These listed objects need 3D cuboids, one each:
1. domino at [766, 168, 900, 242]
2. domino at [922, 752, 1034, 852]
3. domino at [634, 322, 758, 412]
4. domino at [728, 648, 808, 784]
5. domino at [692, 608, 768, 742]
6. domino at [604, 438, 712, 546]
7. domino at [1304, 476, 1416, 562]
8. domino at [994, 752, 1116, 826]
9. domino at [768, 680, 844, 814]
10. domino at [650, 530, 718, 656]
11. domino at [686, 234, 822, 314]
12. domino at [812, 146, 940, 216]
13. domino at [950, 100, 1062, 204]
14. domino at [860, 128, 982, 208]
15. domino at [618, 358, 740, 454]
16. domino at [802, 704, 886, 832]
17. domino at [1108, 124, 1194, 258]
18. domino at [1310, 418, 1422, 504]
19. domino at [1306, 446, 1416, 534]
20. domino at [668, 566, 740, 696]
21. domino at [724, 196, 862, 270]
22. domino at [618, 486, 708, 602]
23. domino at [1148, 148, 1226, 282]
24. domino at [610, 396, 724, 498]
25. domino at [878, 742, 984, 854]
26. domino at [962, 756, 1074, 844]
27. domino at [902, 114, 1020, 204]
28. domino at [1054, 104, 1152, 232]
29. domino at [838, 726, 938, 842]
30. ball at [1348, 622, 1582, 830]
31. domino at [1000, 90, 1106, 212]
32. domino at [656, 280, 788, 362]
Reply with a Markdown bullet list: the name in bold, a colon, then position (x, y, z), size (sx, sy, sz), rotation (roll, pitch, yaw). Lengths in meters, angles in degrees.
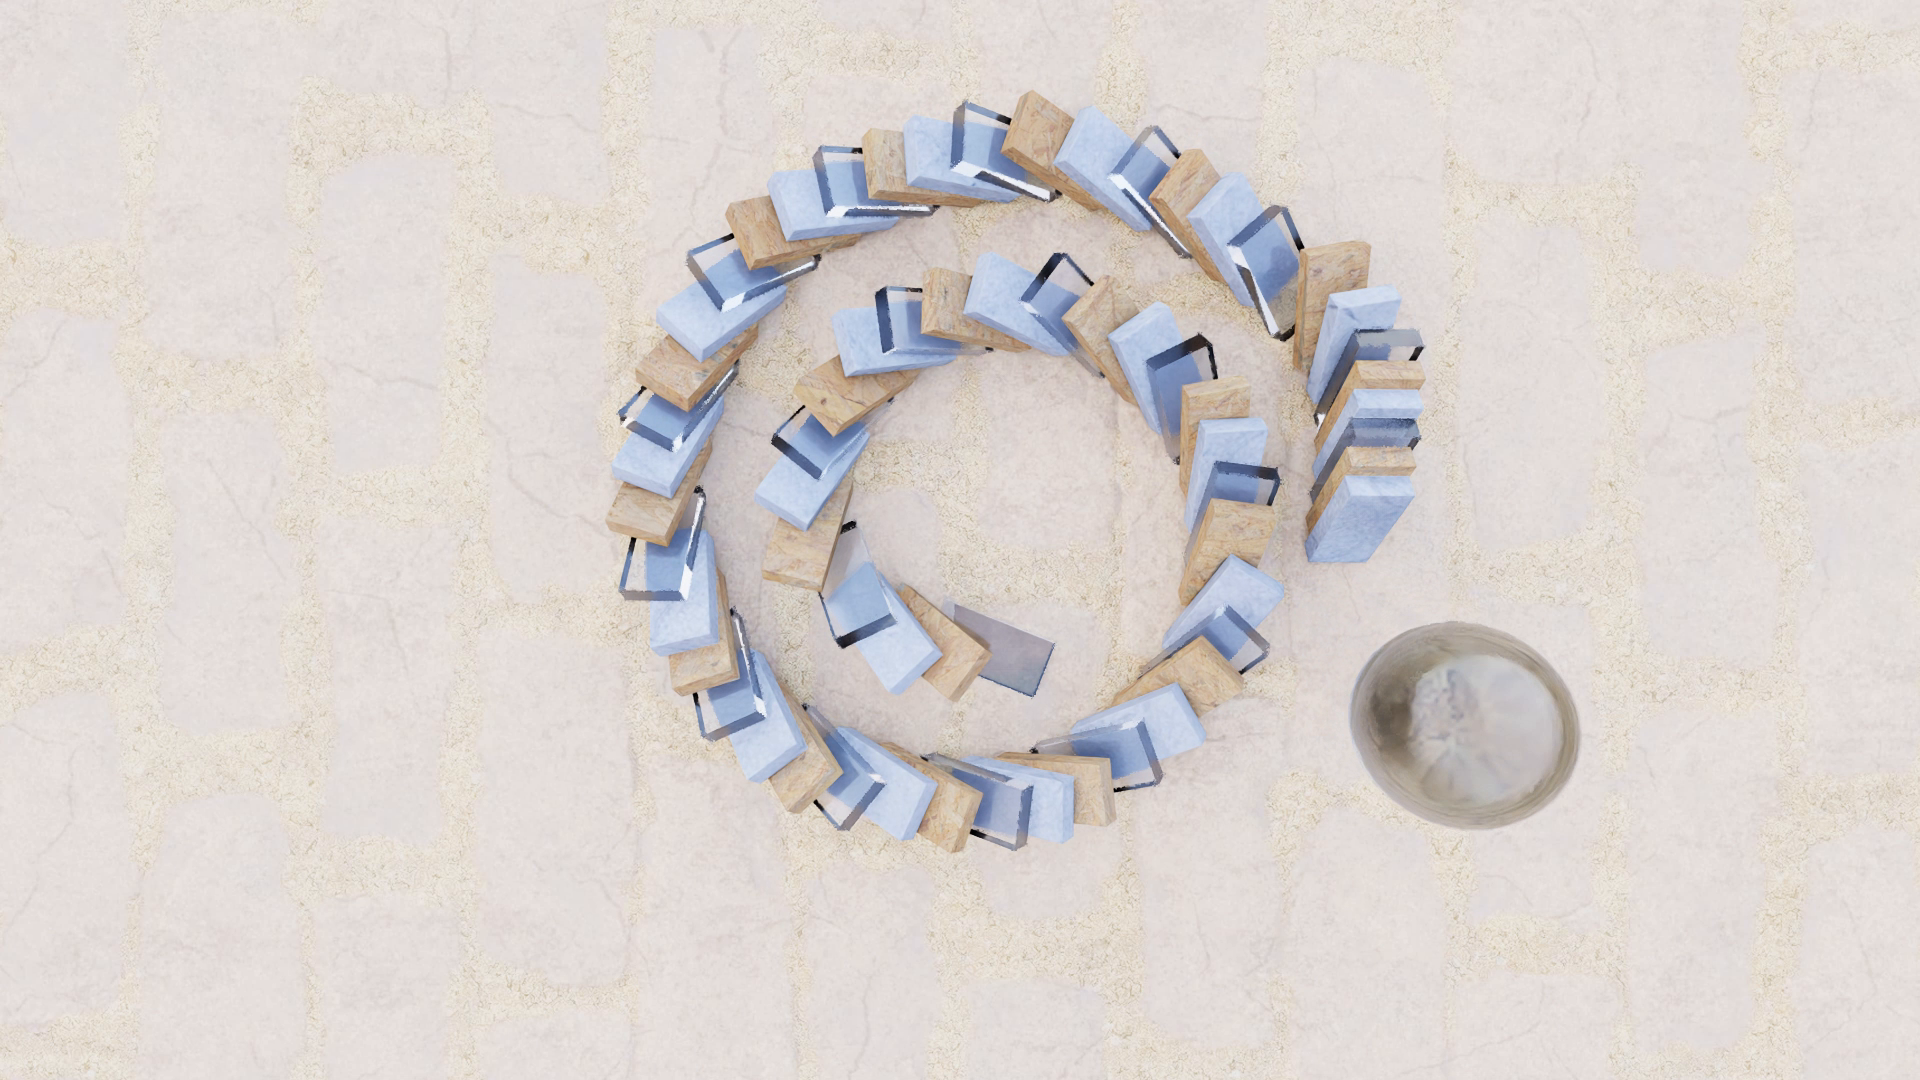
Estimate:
- **domino**: position (-0.052, -0.141, 0.383), size (0.050, 0.010, 0.025), rotation (-19, 89, -32)
- **domino**: position (0.005, 0.108, 0.381), size (0.050, 0.010, 0.025), rotation (9, 96, 34)
- **domino**: position (-0.109, -0.079, 0.383), size (0.025, 0.009, 0.050), rotation (31, 59, 2)
- **domino**: position (-0.085, 0.073, 0.382), size (0.025, 0.009, 0.050), rotation (-37, 57, 4)
- **domino**: position (-0.099, 0.056, 0.382), size (0.025, 0.010, 0.050), rotation (-24, 58, 2)
- **domino**: position (-0.125, -0.024, 0.384), size (0.025, 0.010, 0.050), rotation (16, 61, 0)
- **domino**: position (0.163, -0.008, 0.376), size (0.025, 0.050, 0.010), rotation (0, 58, 0)
- **domino**: position (0.039, 0.103, 0.381), size (0.050, 0.010, 0.025), rotation (-6, 92, 35)
- **domino**: position (-0.072, 0.085, 0.382), size (0.025, 0.010, 0.050), rotation (-44, 56, 3)
- **domino**: position (-0.115, 0.022, 0.382), size (0.025, 0.009, 0.050), rotation (-14, 59, 2)
- **domino**: position (-0.086, -0.117, 0.384), size (0.050, 0.010, 0.025), rotation (-36, 90, -29)
- **domino**: position (-0.034, -0.149, 0.383), size (0.050, 0.009, 0.025), rotation (-12, 89, -31)
- **domino**: position (0.020, -0.161, 0.382), size (0.050, 0.009, 0.025), rotation (6, 86, -31)
- **domino**: position (-0.015, -0.155, 0.383), size (0.050, 0.010, 0.025), rotation (-8, 90, -31)
- **domino**: position (-0.116, -0.062, 0.383), size (0.025, 0.009, 0.050), rotation (27, 59, 1)
- **domino**: position (-0.056, 0.094, 0.383), size (0.050, 0.009, 0.025), rotation (38, 90, 31)
- **domino**: position (0.088, -0.145, 0.384), size (0.050, 0.009, 0.025), rotation (37, 90, -27)
- **domino**: position (0.165, -0.030, 0.376), size (0.025, 0.050, 0.010), rotation (0, 58, 0)
- **domino**: position (0.163, -0.019, 0.376), size (0.025, 0.050, 0.009), rotation (0, 58, 0)
- **domino**: position (-0.109, 0.038, 0.383), size (0.025, 0.010, 0.050), rotation (-17, 58, 0)
- **domino**: position (-0.069, -0.132, 0.384), size (0.050, 0.009, 0.025), rotation (-24, 90, -29)
- **domino**: position (-0.123, 0.001, 0.383), size (0.025, 0.010, 0.050), rotation (1, 60, 2)
- **domino**: position (0.103, -0.134, 0.382), size (0.050, 0.009, 0.025), rotation (38, 90, -33)
- **domino**: position (-0.121, -0.043, 0.383), size (0.025, 0.009, 0.050), rotation (20, 58, 0)
- **domino**: position (-0.017, 0.107, 0.382), size (0.050, 0.010, 0.025), rotation (21, 93, 33)
- **domino**: position (0.023, 0.107, 0.381), size (0.050, 0.010, 0.025), rotation (3, 95, 35)
- **domino**: position (0.001, -0.158, 0.382), size (0.050, 0.010, 0.025), rotation (-3, 88, -32)
- **domino**: position (0.065, -0.154, 0.384), size (0.050, 0.010, 0.025), rotation (27, 89, -29)
- **domino**: position (-0.035, 0.101, 0.382), size (0.050, 0.010, 0.025), rotation (25, 91, 32)
- **ball**: position (0.196, 0.072, 0.360), size (0.080, 0.080, 0.080), rotation (0, 90, 0)
- **domino**: position (0.043, -0.162, 0.383), size (0.050, 0.010, 0.025), rotation (21, 86, -29)
- **domino**: position (-0.099, -0.099, 0.383), size (0.025, 0.010, 0.050), rotation (42, 60, 1)
